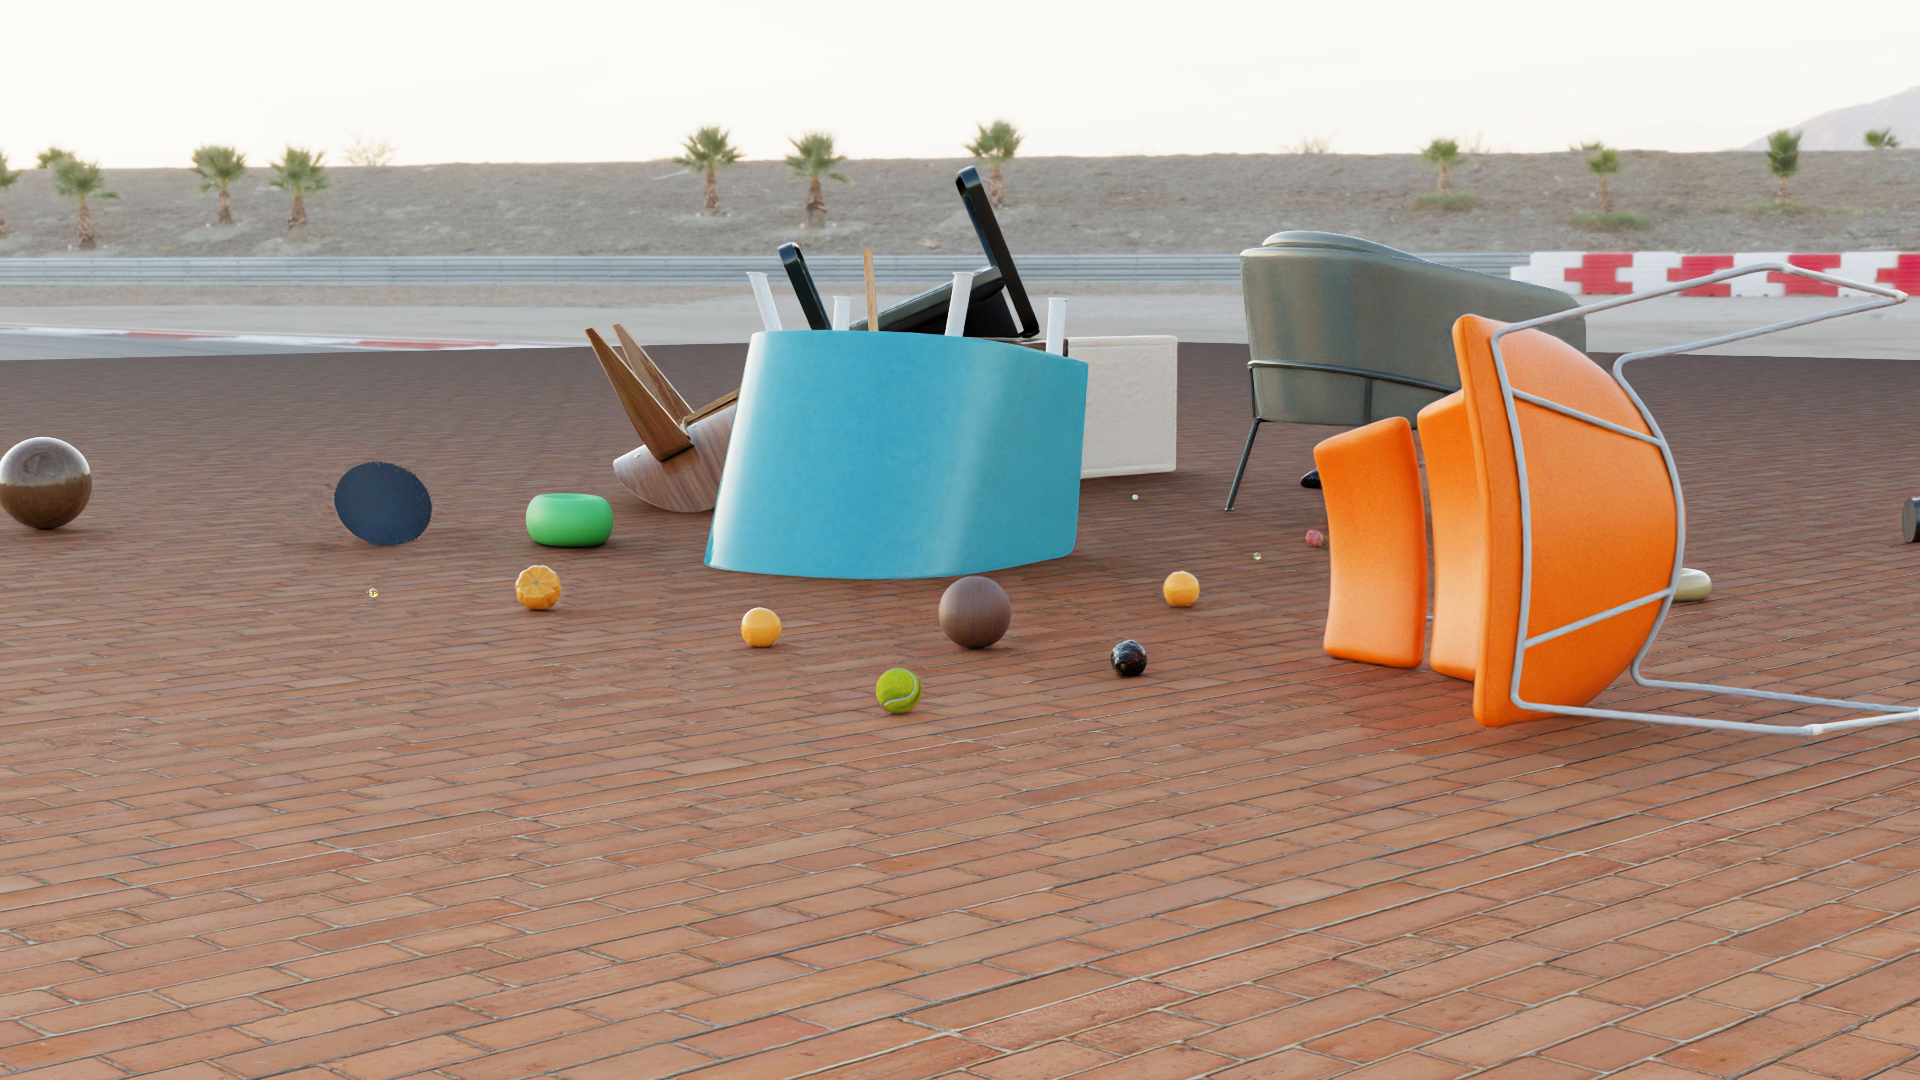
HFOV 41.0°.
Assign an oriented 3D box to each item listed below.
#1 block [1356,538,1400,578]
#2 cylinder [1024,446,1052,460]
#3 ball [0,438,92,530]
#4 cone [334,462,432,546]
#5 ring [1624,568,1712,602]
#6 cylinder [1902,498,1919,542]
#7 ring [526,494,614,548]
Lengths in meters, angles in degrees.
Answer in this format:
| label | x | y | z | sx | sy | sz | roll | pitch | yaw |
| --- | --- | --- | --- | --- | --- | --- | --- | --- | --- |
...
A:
| label | x | y | z | sx | sy | sz | roll | pitch | yaw |
| --- | --- | --- | --- | --- | --- | --- | --- | --- | --- |
| block | 0.920 | 0.039 | 5.655 | 0.064 | 0.077 | 0.072 | -2 | 6 | -21 |
| cylinder | 0.280 | -0.311 | 9.178 | 0.087 | 0.049 | 0.057 | -6 | -14 | -46 |
| ball | -2.385 | -0.148 | 6.679 | 0.240 | 0.240 | 0.240 | 0 | 6 | 0 |
| cone | -1.439 | -0.050 | 6.412 | 0.242 | 0.211 | 0.231 | 30 | -23 | 0 |
| ring | 1.450 | 0.092 | 5.251 | 0.176 | 0.057 | 0.156 | -1 | 7 | -7 |
| cylinder | 2.381 | -0.050 | 6.350 | 0.063 | 0.111 | 0.113 | 0 | -13 | 3 |
| ring | -0.964 | -0.050 | 6.337 | 0.211 | 0.116 | 0.343 | 0 | 5 | -16 |
